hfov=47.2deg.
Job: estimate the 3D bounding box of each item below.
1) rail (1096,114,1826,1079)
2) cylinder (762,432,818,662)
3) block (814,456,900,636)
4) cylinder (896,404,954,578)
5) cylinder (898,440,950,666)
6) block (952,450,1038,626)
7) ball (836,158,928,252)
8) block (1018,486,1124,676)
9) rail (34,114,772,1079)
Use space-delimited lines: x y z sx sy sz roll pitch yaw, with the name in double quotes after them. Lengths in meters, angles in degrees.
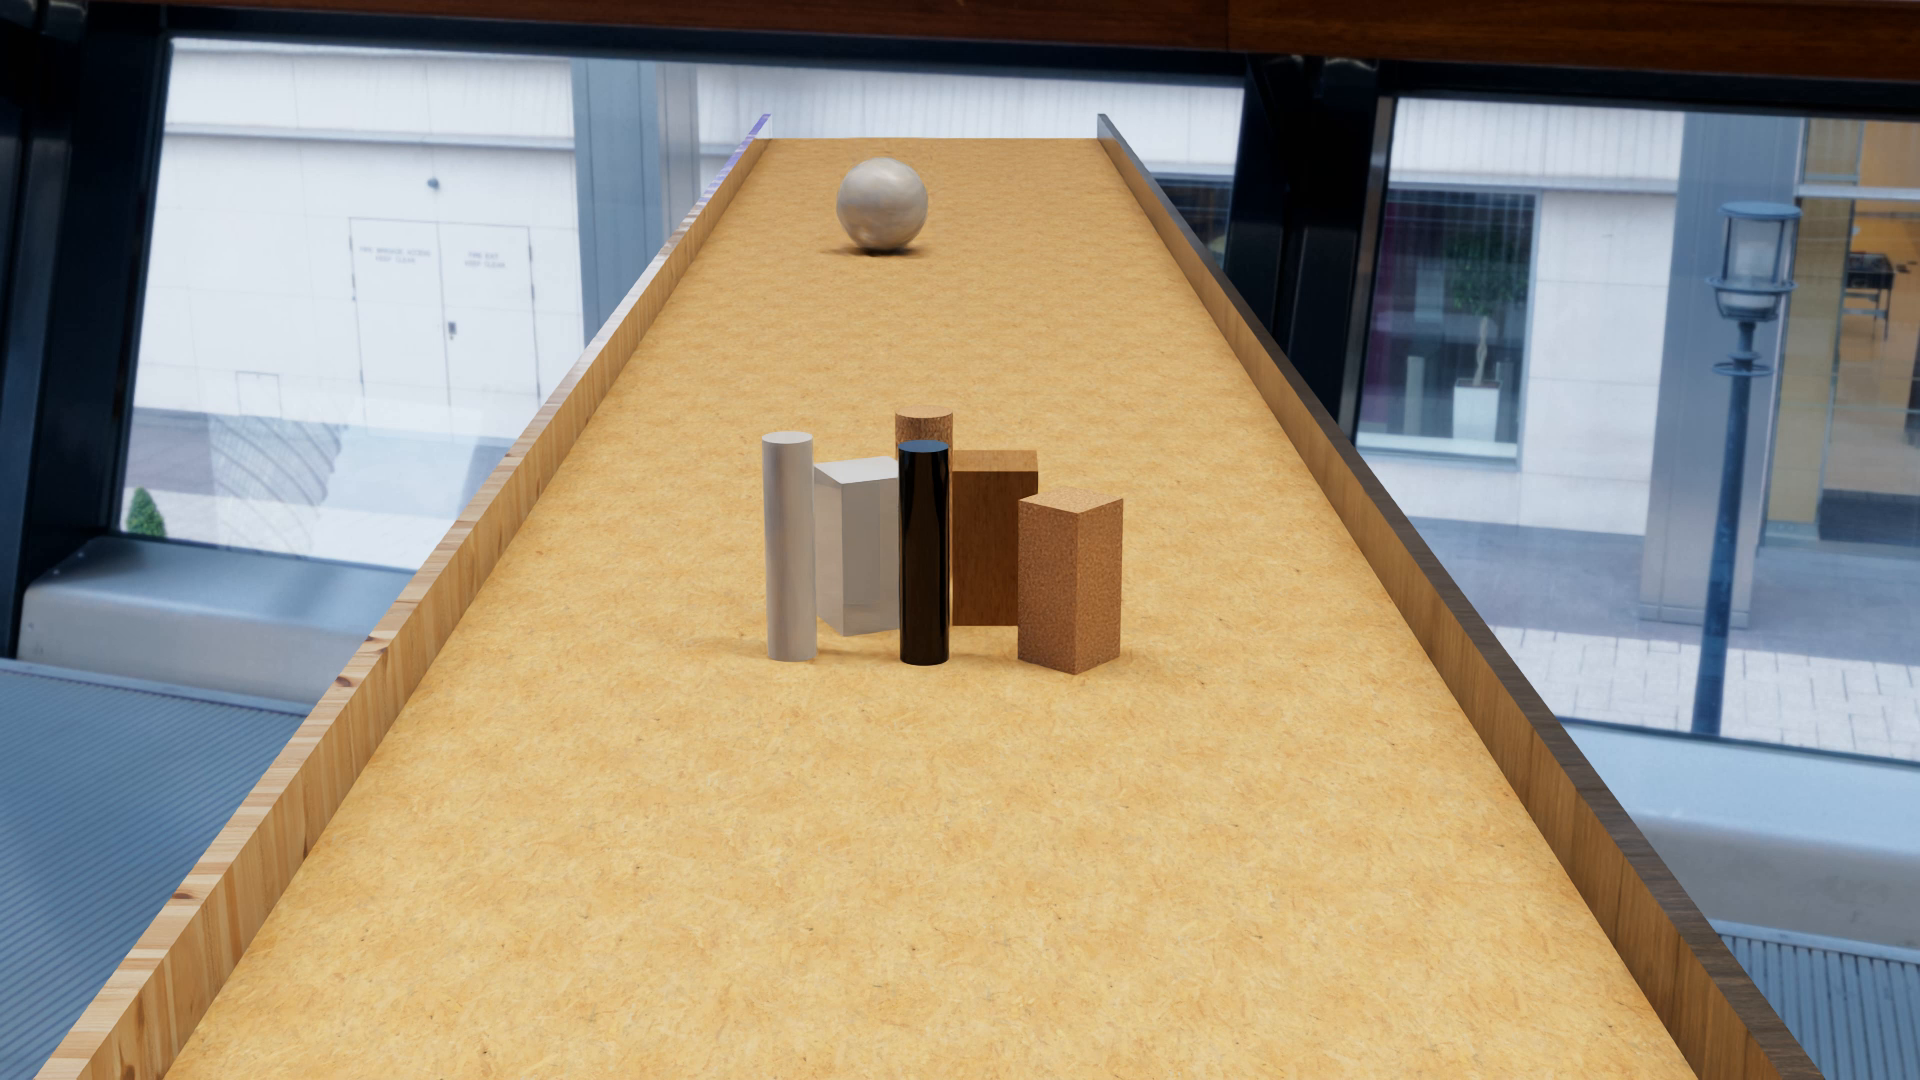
0.932 -0.844 7.801 0.050 0.150 12.000 0 17 -1 "rail"
-0.339 0.014 4.388 0.101 0.451 0.101 0 17 0 "cylinder"
-0.197 0.011 4.614 0.174 0.329 0.174 -7 18 -23 "block"
-0.079 -0.103 4.908 0.128 0.379 0.128 0 17 0 "cylinder"
-0.072 0.026 4.368 0.101 0.439 0.101 0 17 0 "cylinder"
0.074 -0.006 4.656 0.177 0.336 0.177 0 17 1 "block"
-0.329 -1.421 9.316 0.394 0.394 0.394 0 17 0 "ball"
0.219 0.078 4.381 0.147 0.332 0.147 14 21 39 "block"
-1.118 -0.838 7.780 0.050 0.150 12.000 0 17 -1 "rail"
